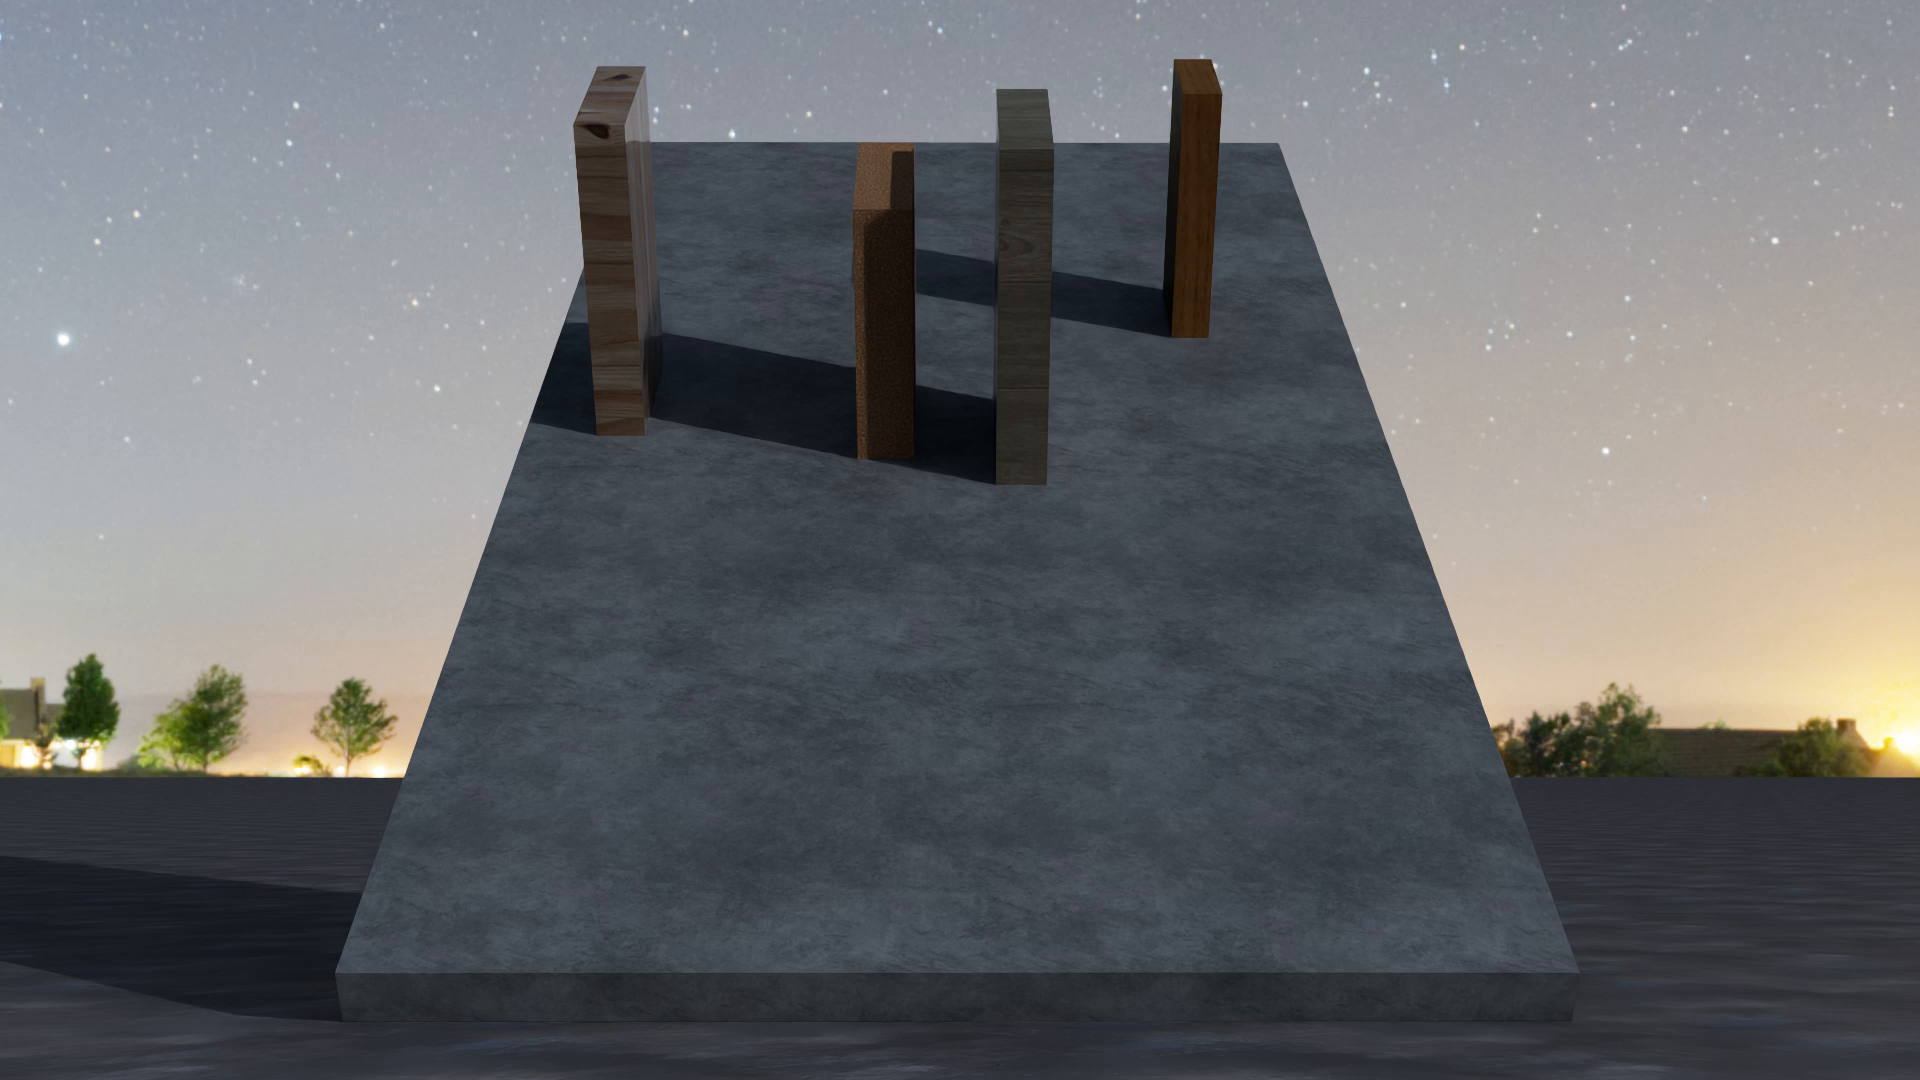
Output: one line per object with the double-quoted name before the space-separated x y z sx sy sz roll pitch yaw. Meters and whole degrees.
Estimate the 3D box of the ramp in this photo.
"ramp" -0.012 -0.219 5.628 2.000 0.100 4.000 0 29 0

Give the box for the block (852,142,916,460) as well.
"block" -0.169 -0.553 5.505 0.128 0.603 0.433 0 29 0

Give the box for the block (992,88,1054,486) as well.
"block" 0.137 -0.562 5.335 0.114 0.784 0.399 0 29 0

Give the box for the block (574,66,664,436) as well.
"block" -0.786 -0.671 5.563 0.112 0.751 0.415 0 29 0

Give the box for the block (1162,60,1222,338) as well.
"block" 0.582 -0.858 6.032 0.094 0.638 0.277 0 29 0
